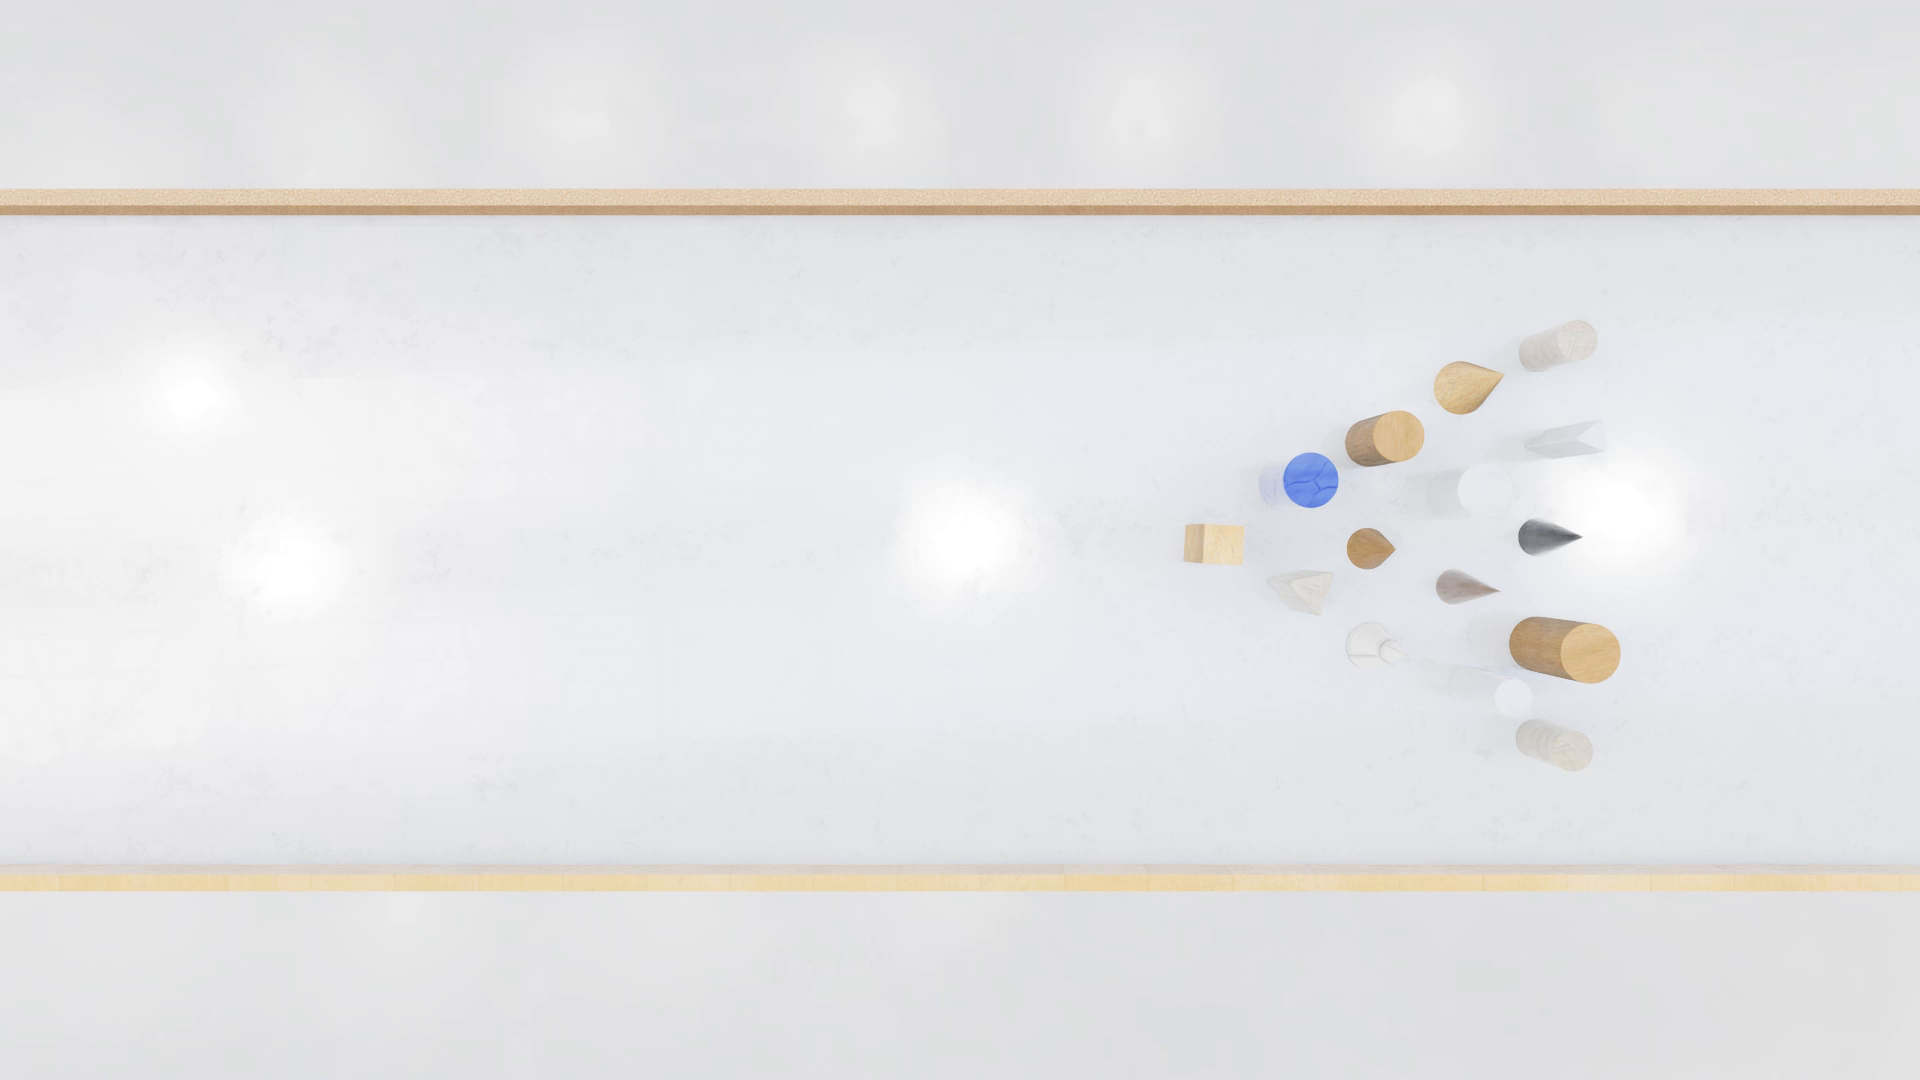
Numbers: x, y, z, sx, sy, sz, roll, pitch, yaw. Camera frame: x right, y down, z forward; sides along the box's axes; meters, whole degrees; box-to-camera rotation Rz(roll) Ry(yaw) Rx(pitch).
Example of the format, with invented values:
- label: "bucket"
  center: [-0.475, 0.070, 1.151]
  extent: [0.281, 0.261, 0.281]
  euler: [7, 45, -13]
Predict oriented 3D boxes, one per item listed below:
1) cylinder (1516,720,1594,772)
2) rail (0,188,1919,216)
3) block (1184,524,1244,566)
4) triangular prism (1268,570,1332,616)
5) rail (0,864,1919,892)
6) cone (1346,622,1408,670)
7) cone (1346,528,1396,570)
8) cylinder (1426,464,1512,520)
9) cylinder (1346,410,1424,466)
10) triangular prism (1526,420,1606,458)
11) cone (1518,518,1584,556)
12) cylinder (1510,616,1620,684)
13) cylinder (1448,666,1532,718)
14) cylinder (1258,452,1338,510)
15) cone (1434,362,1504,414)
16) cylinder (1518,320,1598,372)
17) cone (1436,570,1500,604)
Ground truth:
- label: "cylinder"
  center: [1.769, 0.610, 4.918]
  extent: [0.119, 0.316, 0.119]
  euler: [0, 90, 0]
- label: "rail"
  center: [-2.247, -1.025, 5.002]
  extent: [12.000, 0.150, 0.050]
  euler: [0, 90, 0]
- label: "block"
  center: [0.747, 0.013, 4.875]
  extent: [0.112, 0.404, 0.112]
  euler: [3, 90, 0]
- label: "triangular prism"
  center: [1.025, 0.132, 4.893]
  extent: [0.111, 0.366, 0.128]
  euler: [-42, 90, 0]
- label: "rail"
  center: [-2.247, 1.025, 5.001]
  extent: [12.000, 0.150, 0.050]
  euler: [0, 90, 0]
- label: "cone"
  center: [1.262, 0.326, 4.859]
  extent: [0.148, 0.435, 0.148]
  euler: [0, 90, 0]
- label: "cone"
  center: [1.254, 0.027, 4.908]
  extent: [0.129, 0.336, 0.129]
  euler: [0, 90, 0]
- label: "cylinder"
  center: [1.513, -0.142, 4.913]
  extent: [0.159, 0.326, 0.159]
  euler: [0, 90, 0]
- label: "cylinder"
  center: [1.259, -0.299, 4.904]
  extent: [0.148, 0.345, 0.148]
  euler: [0, 90, 0]
- label: "triangular prism"
  center: [1.797, -0.304, 4.864]
  extent: [0.092, 0.425, 0.080]
  euler: [23, 90, 0]
- label: "cone"
  center: [1.778, -0.009, 4.887]
  extent: [0.121, 0.380, 0.121]
  euler: [0, 90, 0]
- label: "cylinder"
  center: [1.776, 0.320, 4.860]
  extent: [0.171, 0.434, 0.171]
  euler: [0, 90, 0]
- label: "cylinder"
  center: [1.556, 0.444, 4.855]
  extent: [0.109, 0.442, 0.109]
  euler: [0, 90, 0]
- label: "cylinder"
  center: [0.999, -0.170, 4.886]
  extent: [0.160, 0.380, 0.160]
  euler: [0, 90, 0]
- label: "cone"
  center: [1.541, -0.468, 4.869]
  extent: [0.166, 0.415, 0.166]
  euler: [0, 90, 0]
- label: "cylinder"
  center: [1.778, -0.575, 4.912]
  extent: [0.117, 0.328, 0.117]
  euler: [0, 90, 0]
- label: "cone"
  center: [1.520, 0.145, 4.854]
  extent: [0.111, 0.444, 0.111]
  euler: [0, 90, 0]
